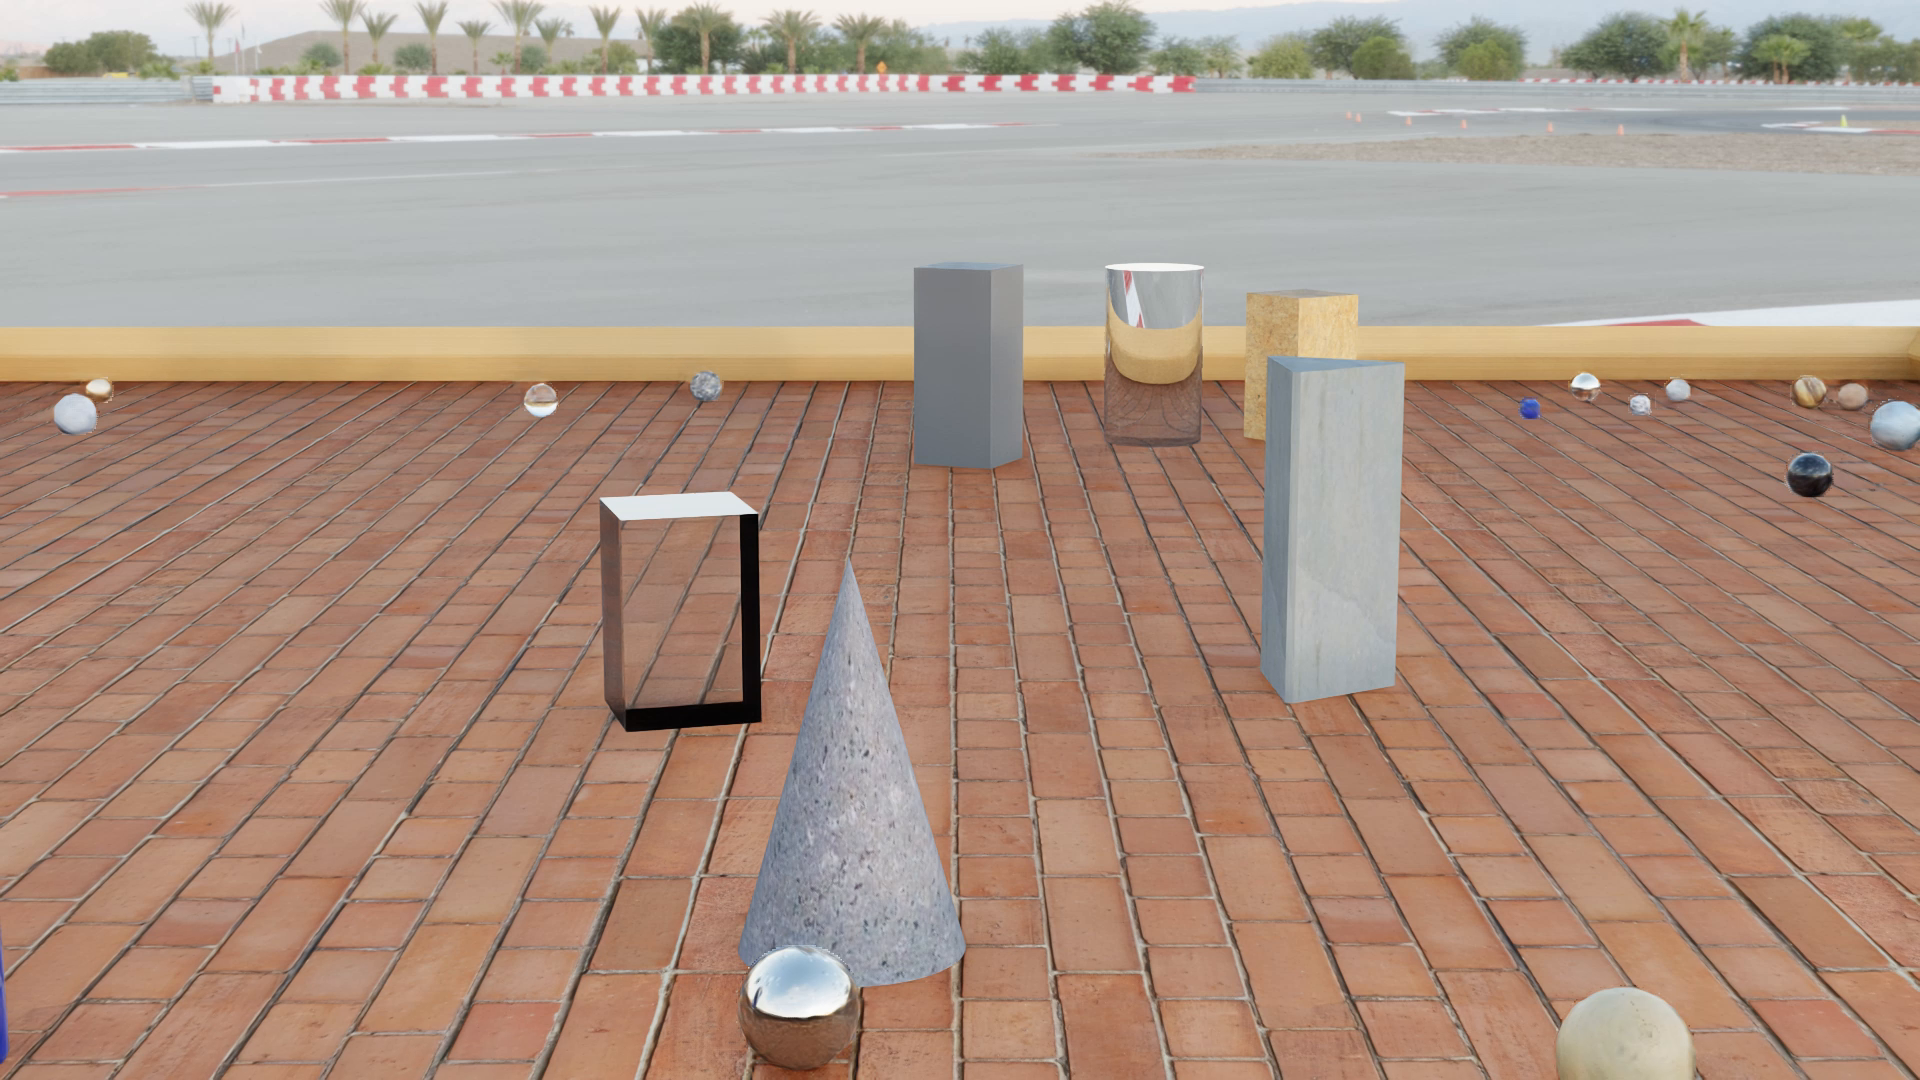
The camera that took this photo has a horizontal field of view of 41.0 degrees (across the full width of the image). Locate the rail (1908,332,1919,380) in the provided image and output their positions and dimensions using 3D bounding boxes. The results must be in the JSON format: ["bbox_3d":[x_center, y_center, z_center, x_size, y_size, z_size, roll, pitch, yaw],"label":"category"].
[{"bbox_3d":[2.218,0.029,3.462,0.045,0.123,5.066,0,11,0],"label":"rail"}]

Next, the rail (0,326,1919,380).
[{"bbox_3d":[-0.014,-0.428,5.916,4.483,0.123,0.045,0,11,0],"label":"rail"}]

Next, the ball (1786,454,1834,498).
[{"bbox_3d":[1.440,-0.110,4.348,0.075,0.075,0.075,0,11,0],"label":"ball"}]

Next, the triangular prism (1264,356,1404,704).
[{"bbox_3d":[0.407,-0.020,3.021,0.165,0.383,0.143,-7,13,-33],"label":"triangular prism"}]

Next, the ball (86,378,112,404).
[{"bbox_3d":[-1.859,-0.321,5.539,0.054,0.054,0.054,0,11,0],"label":"ball"}]

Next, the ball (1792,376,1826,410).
[{"bbox_3d":[1.804,-0.313,5.453,0.069,0.069,0.069,0,11,0],"label":"ball"}]

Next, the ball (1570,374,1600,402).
[{"bbox_3d":[1.355,-0.330,5.560,0.063,0.063,0.063,0,11,0],"label":"ball"}]

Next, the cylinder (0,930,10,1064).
[{"bbox_3d":[-0.801,0.197,1.854,0.190,0.386,0.190,0,11,0],"label":"cylinder"}]

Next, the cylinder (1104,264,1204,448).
[{"bbox_3d":[0.375,-0.361,4.978,0.190,0.337,0.190,0,11,0],"label":"cylinder"}]

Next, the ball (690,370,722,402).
[{"bbox_3d":[-0.550,-0.332,5.559,0.068,0.068,0.068,0,11,0],"label":"ball"}]

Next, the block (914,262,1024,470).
[{"bbox_3d":[0.017,-0.324,4.718,0.152,0.360,0.152,5,12,24],"label":"block"}]

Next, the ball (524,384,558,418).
[{"bbox_3d":[-0.870,-0.290,5.330,0.069,0.069,0.069,0,11,0],"label":"ball"}]

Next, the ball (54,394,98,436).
[{"bbox_3d":[-1.746,-0.247,5.064,0.082,0.082,0.082,0,11,0],"label":"ball"}]

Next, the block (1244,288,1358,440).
[{"bbox_3d":[0.665,-0.339,5.010,0.152,0.283,0.152,-7,13,-34],"label":"block"}]

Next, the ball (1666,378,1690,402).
[{"bbox_3d":[1.558,-0.325,5.567,0.051,0.051,0.051,0,11,0],"label":"ball"}]

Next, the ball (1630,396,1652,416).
[{"bbox_3d":[1.419,-0.280,5.349,0.044,0.044,0.044,0,11,0],"label":"ball"}]

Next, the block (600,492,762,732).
[{"bbox_3d":[-0.317,0.078,2.896,0.152,0.237,0.152,-3,11,-16],"label":"block"}]

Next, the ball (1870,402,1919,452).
[{"bbox_3d":[1.775,-0.215,4.859,0.095,0.095,0.095,0,11,0],"label":"ball"}]

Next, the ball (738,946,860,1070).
[{"bbox_3d":[-0.118,0.343,1.878,0.089,0.089,0.089,0,11,0],"label":"ball"}]

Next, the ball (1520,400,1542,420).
[{"bbox_3d":[1.177,-0.269,5.292,0.042,0.042,0.042,0,11,0],"label":"ball"}]

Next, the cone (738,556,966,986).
[{"bbox_3d":[-0.090,0.176,2.110,0.190,0.332,0.190,0,11,0],"label":"cone"}]

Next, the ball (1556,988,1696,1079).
[{"bbox_3d":[0.462,0.358,1.780,0.095,0.095,0.095,0,11,0],"label":"ball"}]

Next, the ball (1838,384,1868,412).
[{"bbox_3d":[1.885,-0.301,5.417,0.060,0.060,0.060,0,11,0],"label":"ball"}]
